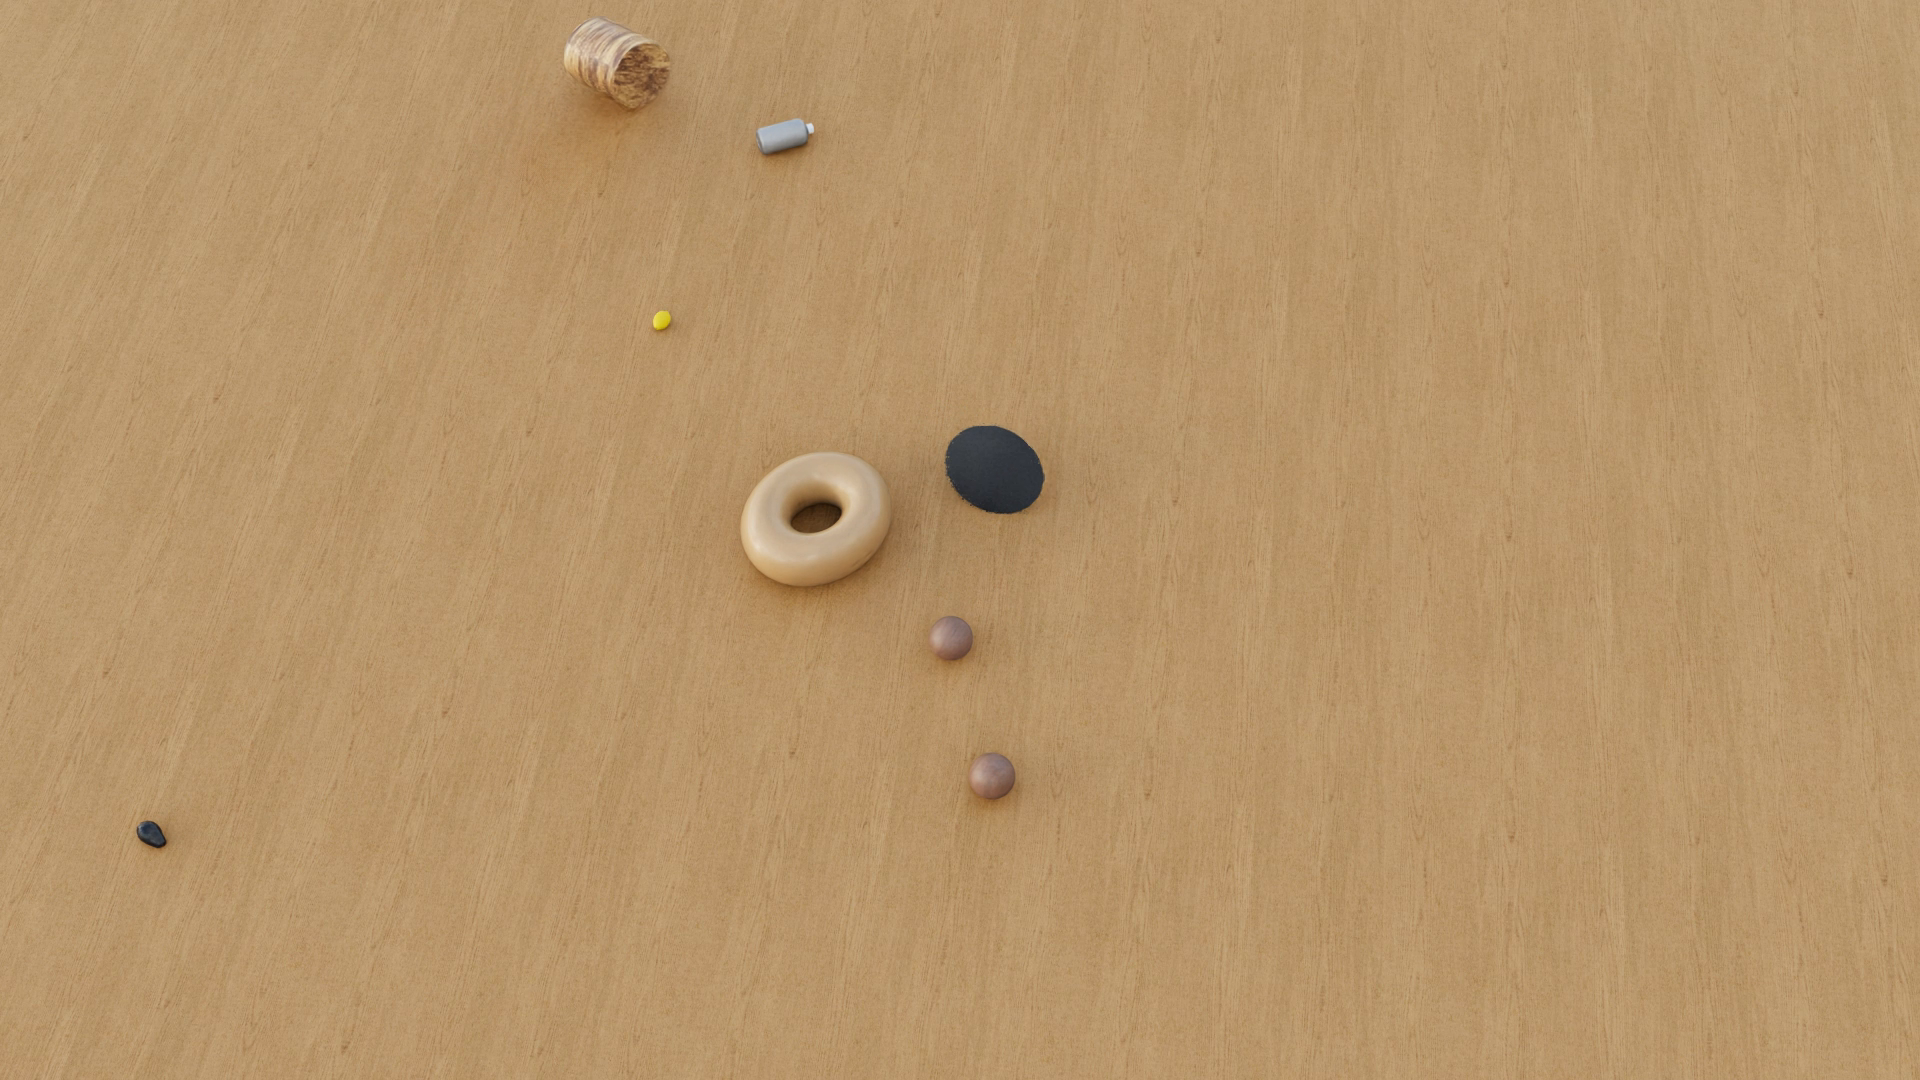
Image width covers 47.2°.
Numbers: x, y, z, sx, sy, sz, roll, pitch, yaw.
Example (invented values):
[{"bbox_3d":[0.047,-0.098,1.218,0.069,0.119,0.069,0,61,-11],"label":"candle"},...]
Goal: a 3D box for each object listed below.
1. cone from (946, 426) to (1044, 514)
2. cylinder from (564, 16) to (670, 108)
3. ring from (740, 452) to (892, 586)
[{"bbox_3d":[0.117,-0.258,6.674,0.312,0.267,0.234,38,24,-10],"label":"cone"},{"bbox_3d":[-1.168,-1.629,7.495,0.217,0.324,0.233,30,105,18],"label":"cylinder"},{"bbox_3d":[-0.426,-0.065,6.514,0.474,0.177,0.414,-38,63,-21],"label":"ring"}]
